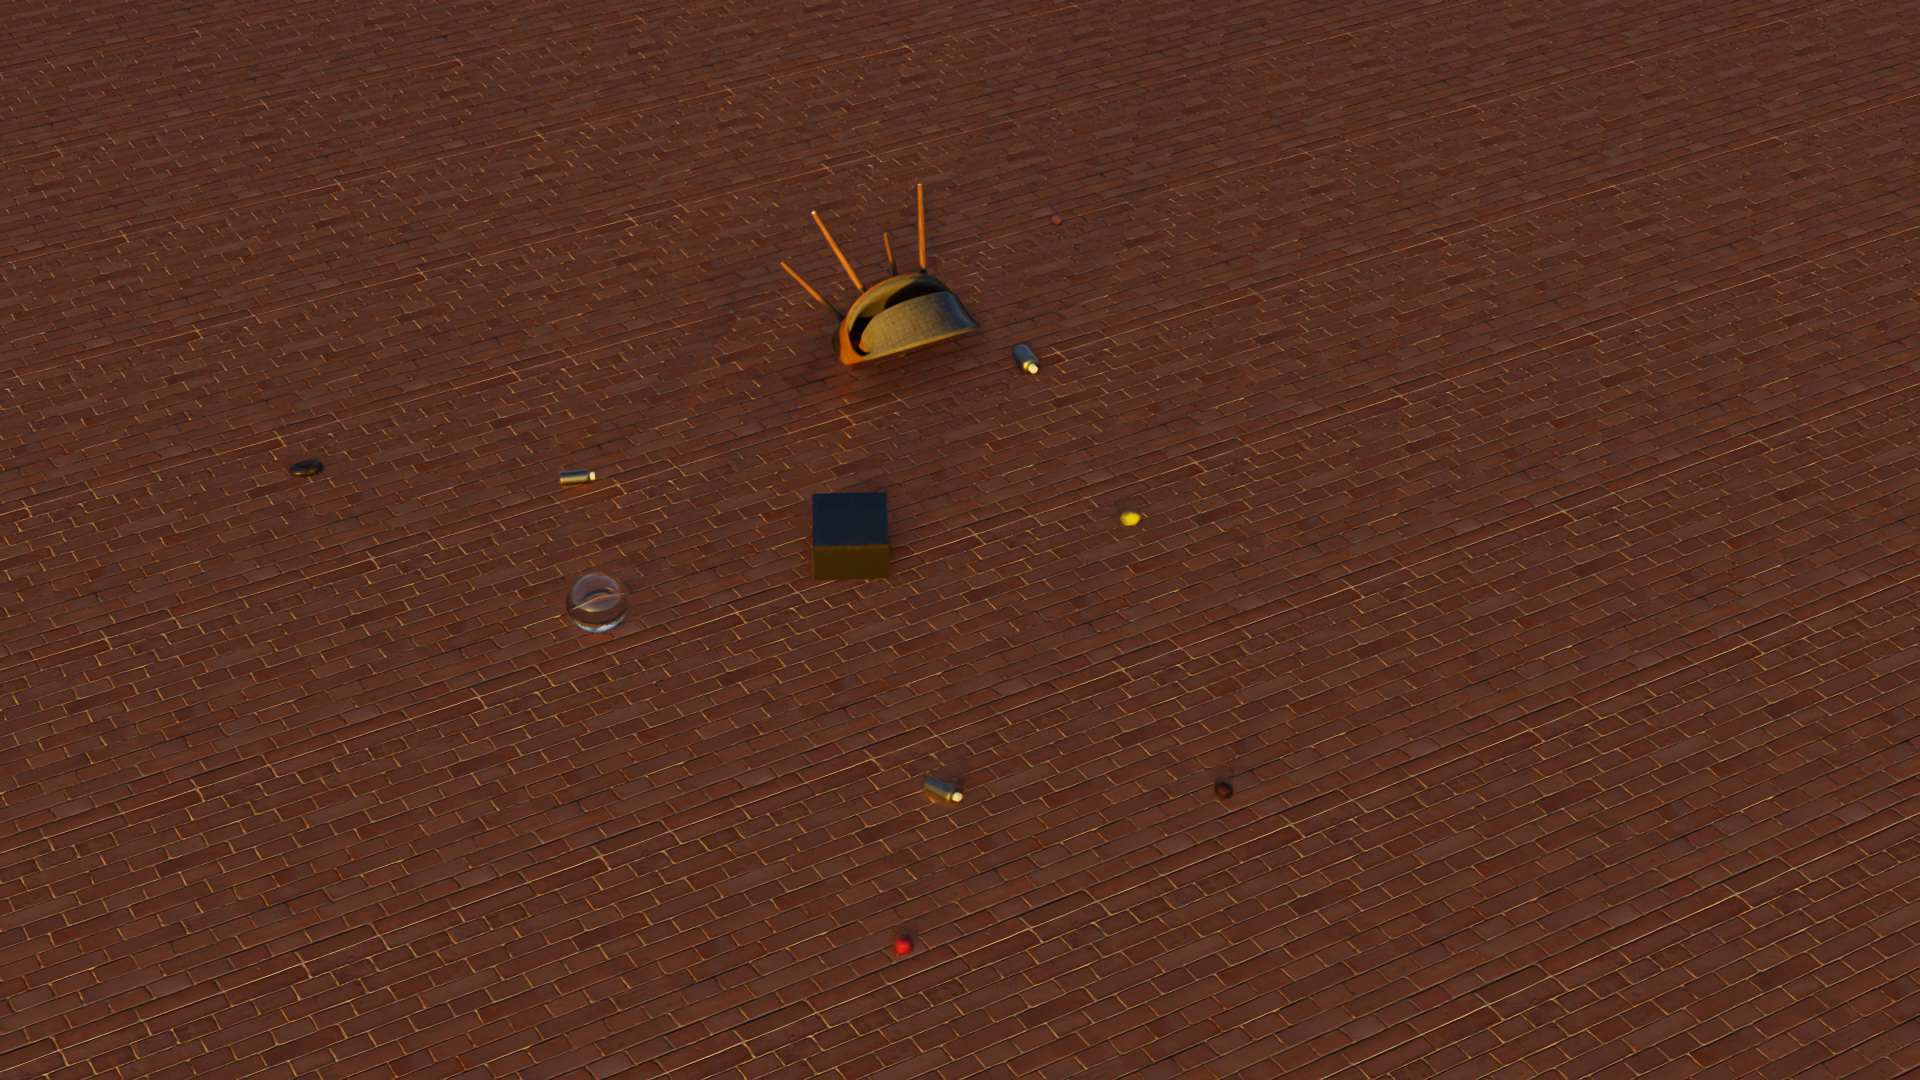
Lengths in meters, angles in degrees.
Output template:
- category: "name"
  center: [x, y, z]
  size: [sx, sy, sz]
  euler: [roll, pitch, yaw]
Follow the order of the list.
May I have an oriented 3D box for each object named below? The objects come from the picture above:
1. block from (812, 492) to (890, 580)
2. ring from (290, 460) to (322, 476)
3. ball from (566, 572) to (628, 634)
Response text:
- category: "block"
  center: [-0.404, -0.015, 10.831]
  size: [0.275, 0.150, 0.357]
  euler: [-2, 33, -2]
- category: "ring"
  center: [-2.528, -0.276, 11.333]
  size: [0.128, 0.034, 0.087]
  euler: [-15, 35, -20]
- category: "ball"
  center: [-1.289, 0.222, 10.410]
  size: [0.217, 0.217, 0.217]
  euler: [0, 33, 0]
